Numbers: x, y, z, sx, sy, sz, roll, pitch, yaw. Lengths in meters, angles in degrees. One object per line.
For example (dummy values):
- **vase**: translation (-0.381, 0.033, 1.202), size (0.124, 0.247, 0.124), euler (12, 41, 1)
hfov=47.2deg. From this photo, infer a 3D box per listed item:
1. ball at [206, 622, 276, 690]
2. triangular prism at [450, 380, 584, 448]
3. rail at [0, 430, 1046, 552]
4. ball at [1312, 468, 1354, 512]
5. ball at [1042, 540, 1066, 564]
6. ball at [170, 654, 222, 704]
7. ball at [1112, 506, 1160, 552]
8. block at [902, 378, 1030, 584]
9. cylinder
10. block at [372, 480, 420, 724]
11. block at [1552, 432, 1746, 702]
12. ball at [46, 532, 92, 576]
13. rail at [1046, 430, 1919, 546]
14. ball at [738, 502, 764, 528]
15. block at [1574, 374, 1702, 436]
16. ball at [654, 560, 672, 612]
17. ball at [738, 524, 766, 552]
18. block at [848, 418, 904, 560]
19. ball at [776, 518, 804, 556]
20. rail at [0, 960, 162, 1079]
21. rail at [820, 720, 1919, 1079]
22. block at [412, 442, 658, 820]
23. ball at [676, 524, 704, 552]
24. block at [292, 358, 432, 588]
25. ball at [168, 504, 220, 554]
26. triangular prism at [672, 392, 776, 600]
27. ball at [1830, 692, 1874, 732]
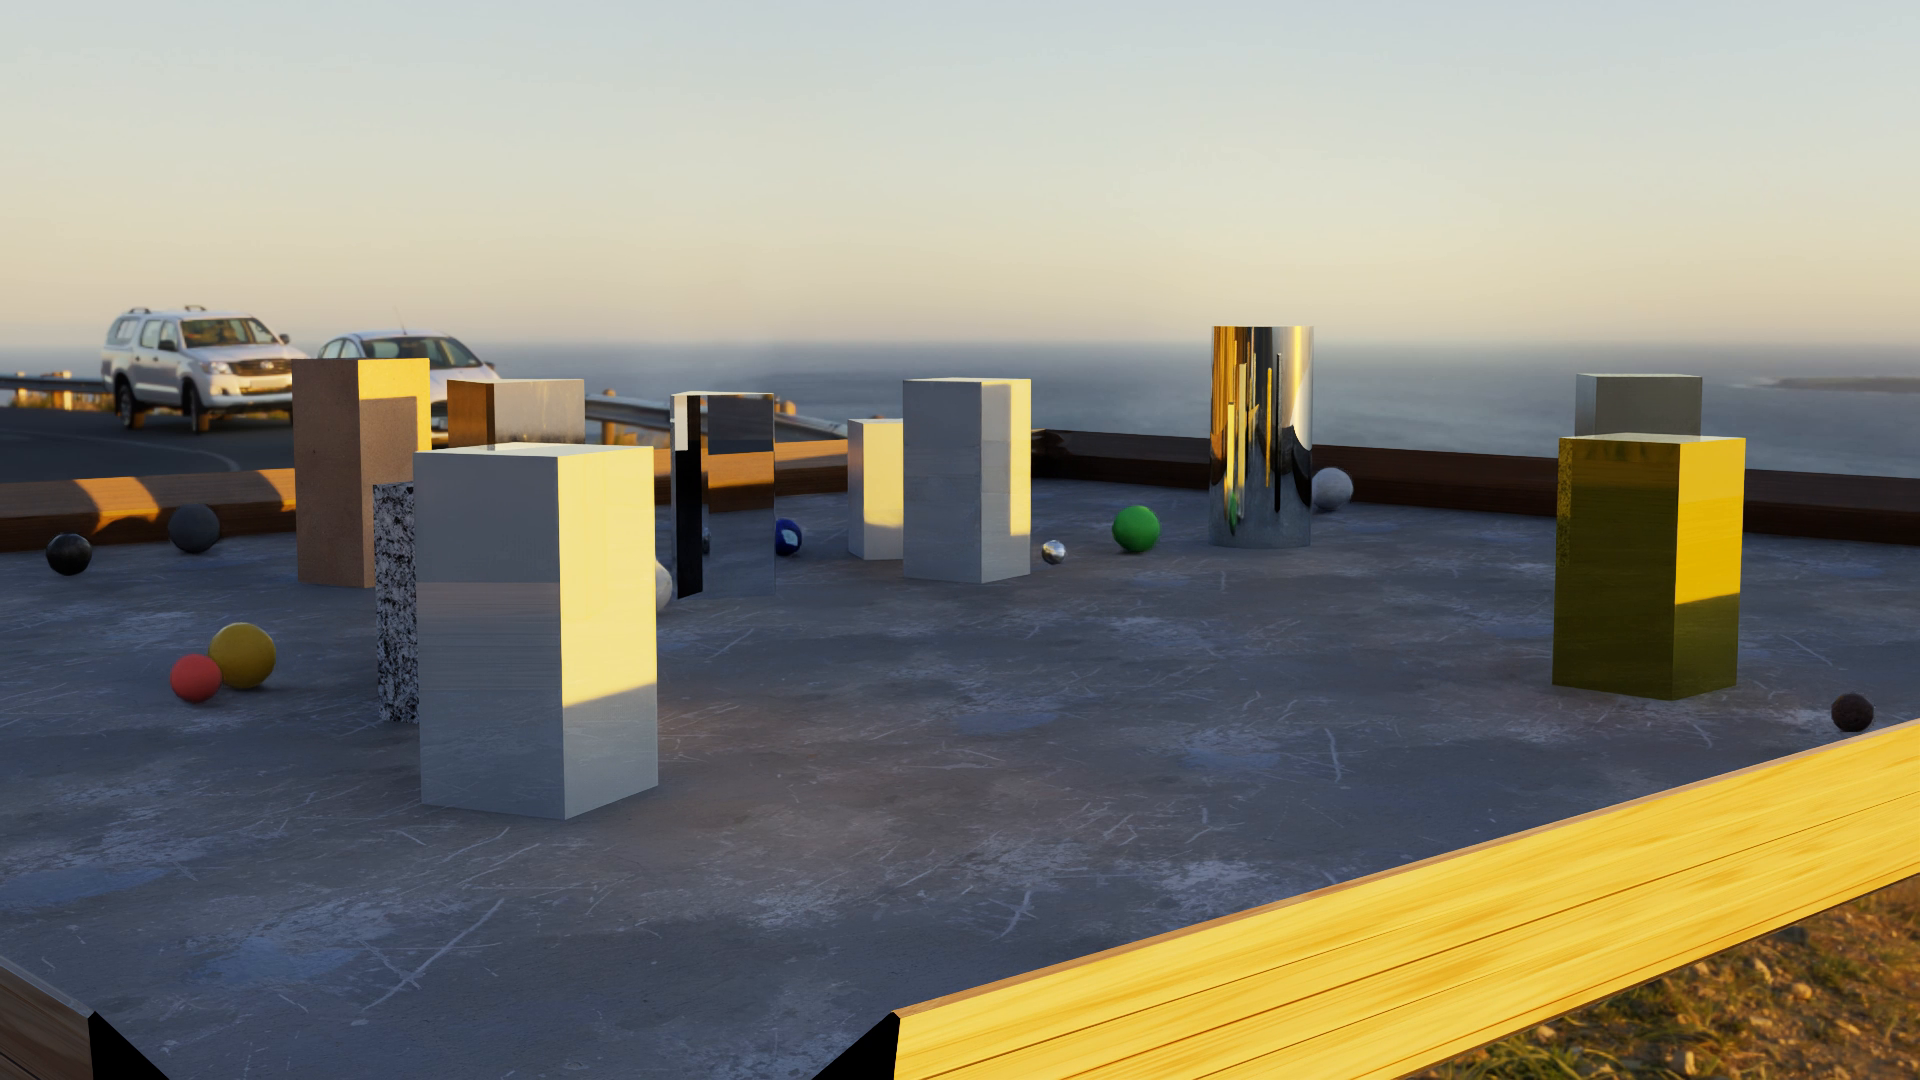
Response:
- **ball**: translation (-0.843, 0.136, 2.580), size (0.078, 0.078, 0.078), euler (0, 6, 0)
- **triangular prism**: translation (-0.570, -0.017, 2.701), size (0.144, 0.358, 0.166), euler (4, 7, 31)
- **rail**: translation (-1.137, -0.096, 4.558), size (3.755, 0.125, 0.045), euler (-6, 8, -42)
- **ball**: translation (0.818, -0.112, 4.851), size (0.096, 0.096, 0.096), euler (0, 6, 0)
- **ball**: translation (0.163, 0.022, 3.833), size (0.042, 0.042, 0.042), euler (0, 6, 0)
- **ball**: translation (-0.865, 0.157, 2.490), size (0.055, 0.055, 0.055), euler (0, 6, 0)
- **ball**: translation (0.322, -0.020, 4.031), size (0.086, 0.086, 0.086), euler (0, 6, 0)
- **block**: translation (0.012, -0.103, 3.665), size (0.154, 0.327, 0.154), euler (4, 7, 33)
- **cylinder**: translation (0.569, -0.198, 4.161), size (0.192, 0.412, 0.192), euler (0, 6, 0)
- **block**: translation (-0.527, 0.065, 2.407), size (0.154, 0.256, 0.154), euler (3, 7, 30)
- **block**: translation (0.812, 0.026, 2.595), size (0.154, 0.294, 0.154), euler (-6, 8, -44)
- **ball**: translation (-1.492, 0.024, 3.683), size (0.071, 0.071, 0.071), euler (0, 6, 0)
- **rail**: translation (1.362, -0.099, 4.582), size (0.045, 0.125, 3.401), euler (-6, 8, -42)
- **ball**: translation (-0.423, -0.050, 4.469), size (0.052, 0.052, 0.052), euler (0, 6, 0)
- **block**: translation (1.030, -0.079, 3.358), size (0.154, 0.344, 0.154), euler (0, 6, 5)
- **ball**: translation (-0.461, 0.068, 3.212), size (0.082, 0.082, 0.082), euler (0, 6, 0)
- **ball**: translation (-0.381, -0.004, 4.039), size (0.052, 0.052, 0.052), euler (0, 6, 0)
- **block**: translation (-0.114, -0.095, 3.988), size (0.154, 0.243, 0.154), euler (-1, 6, -14)
- **ball**: translation (-0.317, -0.005, 3.973), size (0.067, 0.067, 0.067), euler (0, 6, 0)
- **rail**: translation (-1.362, 0.164, 2.082), size (0.045, 0.125, 3.401), euler (-6, 8, -42)
- **rail**: translation (1.137, 0.161, 2.107), size (3.755, 0.125, 0.045), euler (-6, 8, -42)
- **block**: translation (-0.384, 0.076, 2.006), size (0.154, 0.318, 0.154), euler (3, 7, 24)
- **ball**: translation (-0.496, -0.004, 4.036), size (0.052, 0.052, 0.052), euler (0, 6, 0)
- **block**: translation (-0.977, -0.115, 3.604), size (0.154, 0.363, 0.154), euler (4, 7, 32)
- **ball**: translation (-1.396, -0.020, 4.009), size (0.090, 0.090, 0.090), euler (0, 6, 0)
- **triangular prism**: translation (-0.394, -0.073, 3.446), size (0.166, 0.314, 0.144), euler (-3, 7, -26)
- **ball**: translation (0.940, 0.182, 2.317), size (0.042, 0.042, 0.042), euler (0, 6, 0)
